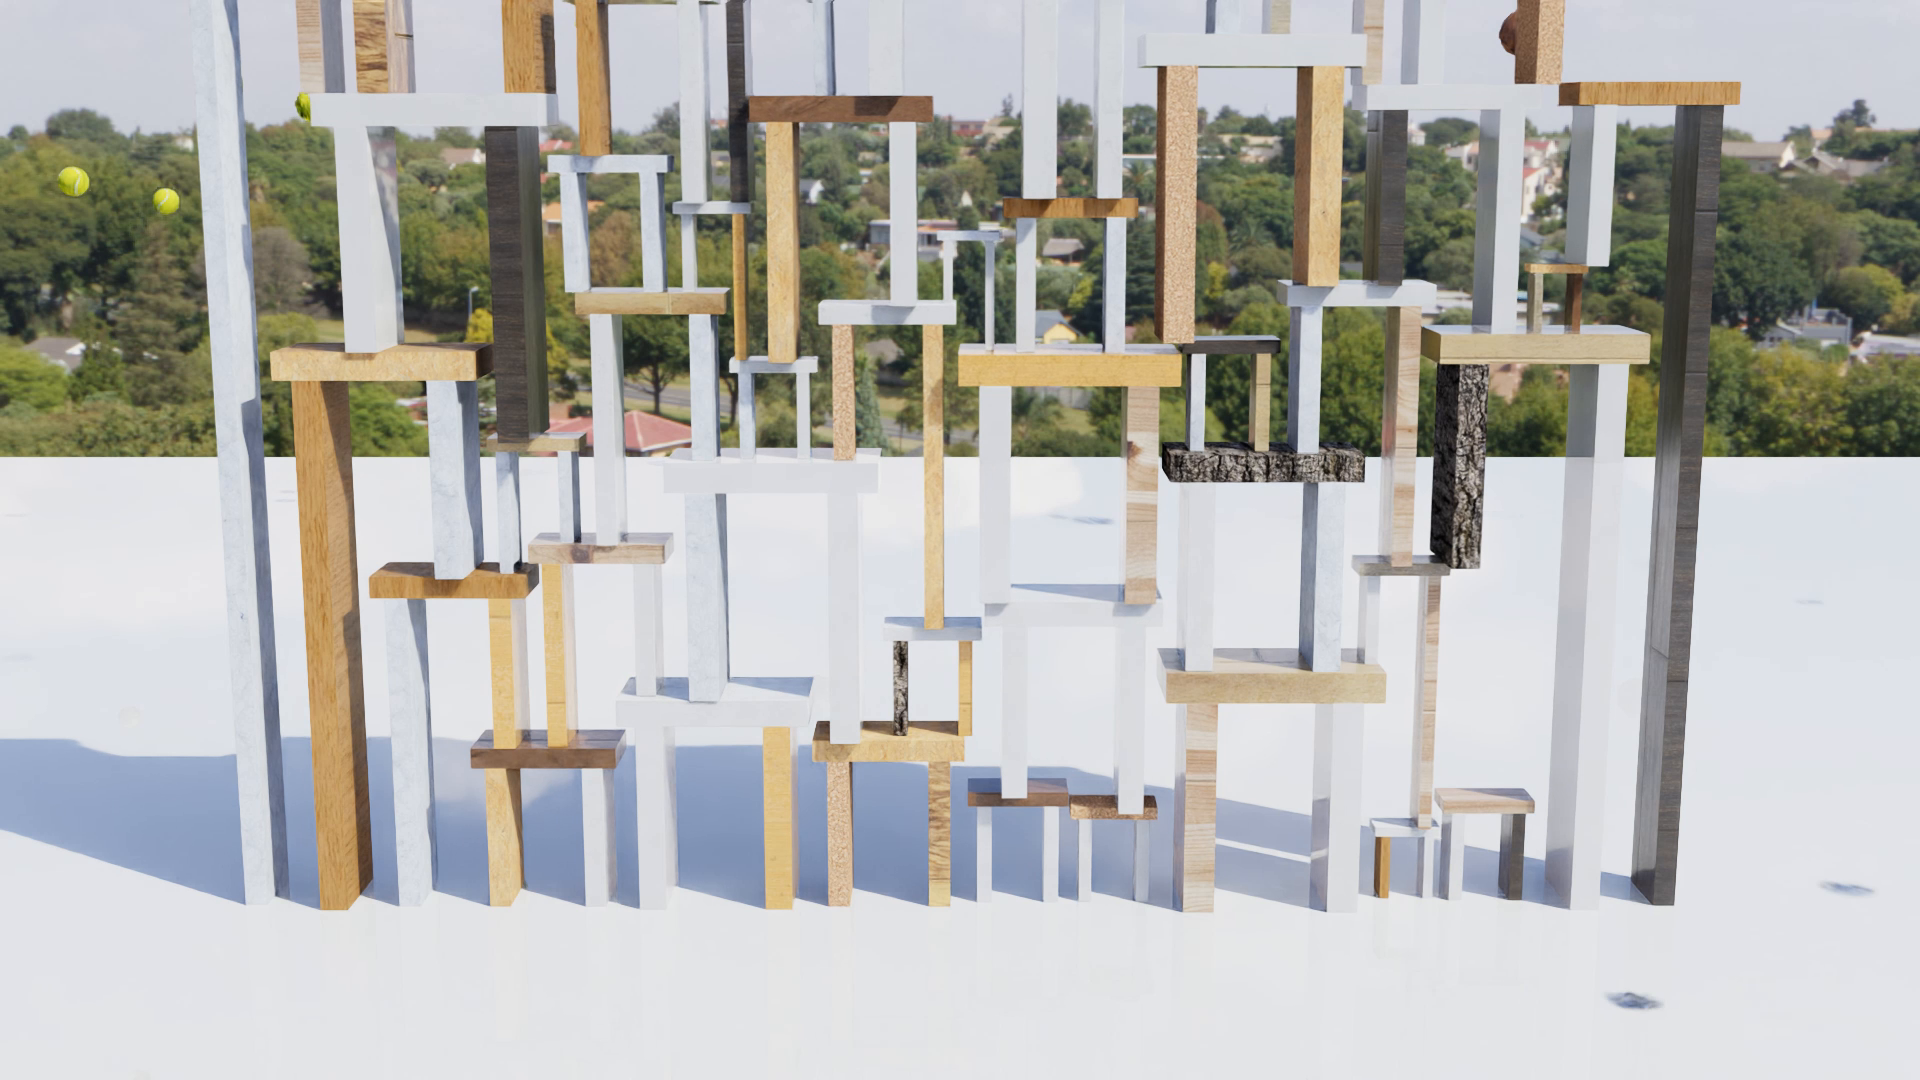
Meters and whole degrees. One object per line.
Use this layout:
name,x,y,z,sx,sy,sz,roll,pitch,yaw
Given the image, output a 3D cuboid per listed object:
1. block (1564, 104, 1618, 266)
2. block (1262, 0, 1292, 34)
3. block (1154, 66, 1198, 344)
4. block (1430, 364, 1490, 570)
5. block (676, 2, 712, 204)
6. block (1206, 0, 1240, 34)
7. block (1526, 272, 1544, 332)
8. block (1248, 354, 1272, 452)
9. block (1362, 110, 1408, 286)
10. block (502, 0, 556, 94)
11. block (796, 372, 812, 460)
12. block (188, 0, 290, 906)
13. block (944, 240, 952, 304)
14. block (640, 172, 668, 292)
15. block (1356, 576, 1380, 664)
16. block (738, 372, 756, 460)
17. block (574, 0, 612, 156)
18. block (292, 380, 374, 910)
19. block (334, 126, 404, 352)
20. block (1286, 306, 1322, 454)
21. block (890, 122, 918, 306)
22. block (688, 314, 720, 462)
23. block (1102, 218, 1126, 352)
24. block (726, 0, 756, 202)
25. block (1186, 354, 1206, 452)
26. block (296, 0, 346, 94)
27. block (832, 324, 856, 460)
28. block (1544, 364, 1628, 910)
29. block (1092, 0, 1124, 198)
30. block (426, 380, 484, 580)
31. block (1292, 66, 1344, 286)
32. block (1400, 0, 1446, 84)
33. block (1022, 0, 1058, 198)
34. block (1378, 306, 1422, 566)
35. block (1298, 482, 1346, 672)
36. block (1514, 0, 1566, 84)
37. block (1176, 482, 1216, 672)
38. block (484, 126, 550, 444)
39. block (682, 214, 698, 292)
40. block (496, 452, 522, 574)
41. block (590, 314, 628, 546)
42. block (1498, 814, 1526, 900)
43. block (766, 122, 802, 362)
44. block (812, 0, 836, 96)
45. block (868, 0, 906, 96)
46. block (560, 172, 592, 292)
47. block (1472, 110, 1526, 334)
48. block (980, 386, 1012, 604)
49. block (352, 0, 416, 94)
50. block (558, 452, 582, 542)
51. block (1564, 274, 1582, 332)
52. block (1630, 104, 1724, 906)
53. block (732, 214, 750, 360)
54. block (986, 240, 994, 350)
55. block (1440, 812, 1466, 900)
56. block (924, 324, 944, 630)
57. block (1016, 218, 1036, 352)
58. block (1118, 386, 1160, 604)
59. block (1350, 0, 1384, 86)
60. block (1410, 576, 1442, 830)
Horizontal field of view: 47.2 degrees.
block,0.992,-0.558,3.459,0.035,0.247,0.123,0,10,0
block,0.490,-0.887,3.393,0.030,0.211,0.106,0,11,0
block,0.339,-0.528,3.458,0.047,0.422,0.167,0,11,0
block,0.802,-0.129,3.537,0.046,0.326,0.163,0,11,0
block,-0.413,-0.682,3.432,0.033,0.304,0.116,0,11,1
block,0.406,-0.911,3.384,0.037,0.264,0.132,0,11,0
block,0.911,-0.378,3.485,0.013,0.091,0.045,-1,11,0
block,0.480,-0.224,3.523,0.022,0.155,0.077,0,11,0
block,0.667,-0.539,3.453,0.038,0.268,0.134,0,11,0
block,-0.668,-0.860,3.393,0.048,0.337,0.168,0,11,0
block,-0.249,-0.203,3.521,0.020,0.138,0.069,0,11,0
block,-1.156,-0.174,3.531,0.035,1.553,0.122,0,11,0
block,-0.019,-0.426,3.481,0.014,0.099,0.050,0,11,1
block,-0.483,-0.487,3.471,0.026,0.184,0.092,0,11,0
block,0.666,0.123,3.587,0.021,0.147,0.073,0,11,0
block,-0.340,-0.203,3.521,0.020,0.138,0.069,0,11,0
block,-0.570,-0.717,3.424,0.033,0.232,0.116,0,11,-1
block,-1.021,0.164,3.588,0.045,0.868,0.158,0,11,0
block,-0.930,-0.477,3.469,0.049,0.346,0.173,0,11,0
block,0.549,-0.261,3.509,0.033,0.232,0.116,0,11,0
block,-0.088,-0.514,3.460,0.040,0.281,0.140,0,11,0
block,-0.407,-0.249,3.512,0.033,0.232,0.116,0,10,0
block,0.244,-0.407,3.481,0.030,0.210,0.105,0,11,1
block,-0.342,-0.708,3.432,0.027,0.355,0.096,0,11,2
block,0.377,-0.224,3.523,0.022,0.155,0.077,0,11,0
block,-0.994,-0.817,3.411,0.035,0.245,0.122,0,11,0
block,-0.185,-0.242,3.518,0.030,0.215,0.108,0,11,0
block,1.019,0.150,3.589,0.046,0.894,0.163,0,11,0
block,0.230,-0.790,3.406,0.037,0.511,0.132,0,11,0
block,-0.811,-0.108,3.538,0.045,0.316,0.158,0,11,0
block,0.561,-0.572,3.450,0.047,0.334,0.167,0,11,0
block,0.718,-0.841,3.397,0.038,0.271,0.135,0,11,0
block,0.122,-0.789,3.407,0.050,0.510,0.177,0,11,0
block,0.704,-0.172,3.525,0.033,0.414,0.116,0,11,0
block,0.586,0.046,3.564,0.043,0.306,0.153,0,11,0
block,0.898,-0.842,3.398,0.038,0.271,0.135,0,11,0
block,0.382,0.046,3.564,0.043,0.306,0.153,0,10,0
block,-0.699,-0.407,3.481,0.049,0.488,0.173,0,11,0
block,-0.426,-0.455,3.471,0.017,0.121,0.061,0,11,0
block,-0.728,-0.050,3.553,0.021,0.198,0.074,0,11,1
block,-0.562,-0.183,3.524,0.033,0.368,0.116,0,11,0
block,0.918,0.516,3.659,0.021,0.149,0.075,0,11,0
block,-0.278,-0.471,3.469,0.040,0.369,0.140,0,11,0
block,-0.211,-0.788,3.417,0.027,0.193,0.096,-1,11,1
block,-0.113,-0.866,3.395,0.050,0.355,0.177,0,11,0
block,-0.607,-0.487,3.470,0.026,0.185,0.092,-1,11,0
block,0.846,-0.502,3.460,0.038,0.343,0.134,0,11,0
block,0.057,-0.085,3.544,0.049,0.346,0.173,0,11,1
block,-0.892,-0.860,3.394,0.048,0.337,0.168,0,11,0
block,-0.630,-0.075,3.548,0.021,0.148,0.074,0,11,0
block,0.972,-0.378,3.485,0.013,0.091,0.045,0,11,0
block,1.156,-0.045,3.554,0.035,1.291,0.123,0,11,0
block,-0.346,-0.402,3.479,0.017,0.229,0.061,0,11,1
block,0.048,-0.389,3.486,0.014,0.173,0.050,0,12,1
block,0.819,0.516,3.659,0.021,0.149,0.075,0,11,0
block,-0.042,-0.107,3.543,0.030,0.489,0.108,0,11,0
block,0.104,-0.407,3.483,0.030,0.210,0.105,0,11,1
block,0.288,-0.085,3.540,0.049,0.346,0.173,0,11,1
block,0.632,-0.850,3.402,0.030,0.287,0.106,0,11,0
block,0.764,0.260,3.612,0.021,0.425,0.073,0,11,0
